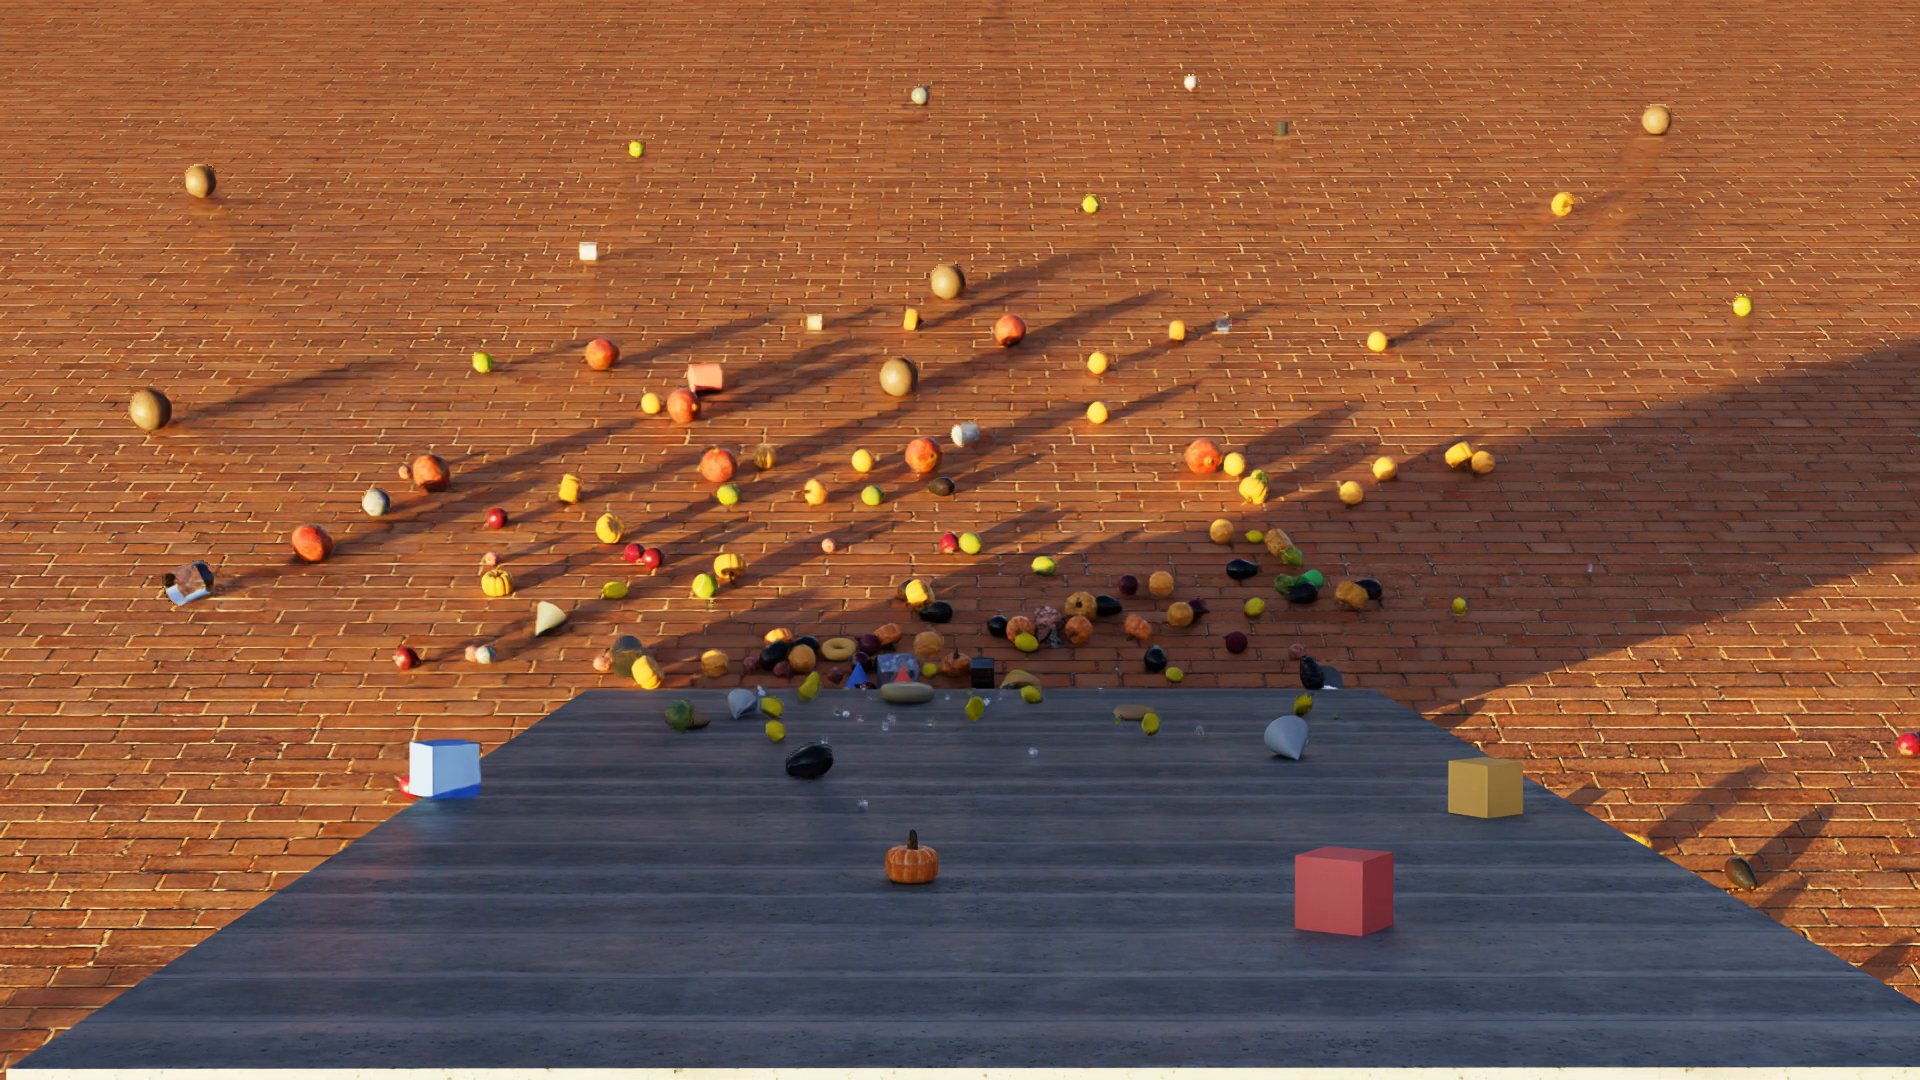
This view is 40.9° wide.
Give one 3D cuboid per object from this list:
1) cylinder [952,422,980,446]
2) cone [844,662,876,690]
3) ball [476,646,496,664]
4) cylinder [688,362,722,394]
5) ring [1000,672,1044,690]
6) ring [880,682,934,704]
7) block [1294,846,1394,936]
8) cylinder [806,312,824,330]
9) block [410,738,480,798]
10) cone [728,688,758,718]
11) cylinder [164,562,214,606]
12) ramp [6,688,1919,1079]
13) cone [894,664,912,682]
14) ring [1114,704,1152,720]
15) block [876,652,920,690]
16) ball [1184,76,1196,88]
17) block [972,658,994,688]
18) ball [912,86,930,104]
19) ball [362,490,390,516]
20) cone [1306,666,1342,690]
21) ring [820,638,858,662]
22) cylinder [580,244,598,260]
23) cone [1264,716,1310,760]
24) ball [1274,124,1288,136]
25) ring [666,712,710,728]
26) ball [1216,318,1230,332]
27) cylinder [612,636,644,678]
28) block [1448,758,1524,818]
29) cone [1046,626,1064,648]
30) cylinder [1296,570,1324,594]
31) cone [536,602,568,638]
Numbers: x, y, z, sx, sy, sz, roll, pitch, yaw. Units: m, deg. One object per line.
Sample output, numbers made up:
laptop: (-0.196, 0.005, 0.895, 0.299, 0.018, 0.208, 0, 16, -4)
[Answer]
cylinder: (0.019, -0.343, 8.305, 0.063, 0.063, 0.063, -18, 30, -34)
cone: (-0.264, 0.356, 6.712, 0.090, 0.090, 0.090, 0, 24, 0)
ball: (-1.265, 0.306, 6.870, 0.050, 0.050, 0.050, 0, 24, 0)
cylinder: (-0.864, -0.549, 8.729, 0.093, 0.093, 0.093, -9, 26, -19)
ring: (0.158, 0.395, 6.596, 0.117, 0.117, 0.039, 3, 15, 6)
ring: (-0.129, 0.369, 6.230, 0.134, 0.045, 0.134, 1, 1, 0)
block: (0.492, 0.448, 3.297, 0.094, 0.094, 0.094, 1, 2, 34)
cylinder: (-0.524, -0.787, 9.309, 0.052, 0.052, 0.052, 21, 15, -25)
block: (-0.912, 0.405, 4.566, 0.091, 0.091, 0.091, -2, 3, -36)
cone: (-0.505, 0.388, 5.868, 0.072, 0.072, 0.072, 5, 30, 10)
cylinder: (-2.161, 0.121, 7.223, 0.096, 0.096, 0.096, 18, 31, 34)
ramp: (0.055, 0.501, 4.547, 2.000, 0.100, 4.000, 0, 2, 0)
cone: (-0.146, 0.356, 6.614, 0.075, 0.075, 0.075, 1, -16, 0)
ring: (0.391, 0.390, 5.832, 0.088, 0.029, 0.088, -1, 3, 0)
block: (-0.161, 0.361, 6.690, 0.098, 0.098, 0.098, -4, 24, -8)
ball: (1.119, -2.219, 12.498, 0.060, 0.060, 0.060, 0, 24, 0)
block: (0.059, 0.349, 6.764, 0.060, 0.060, 0.060, 0, 24, 1)
ball: (-0.186, -2.107, 12.216, 0.086, 0.086, 0.086, 0, 24, 0)
ball: (-1.758, -0.111, 7.765, 0.081, 0.081, 0.081, 0, 24, 0)
cone: (0.945, 0.374, 6.730, 0.095, 0.095, 0.095, 0, -3, 0)
ring: (-0.324, 0.294, 6.920, 0.100, 0.033, 0.100, 0, 24, 0)
cylinder: (-1.448, -1.123, 10.047, 0.060, 0.060, 0.060, -1, 24, -2)
cone: (0.656, 0.410, 5.090, 0.092, 0.092, 0.092, -3, 30, -7)
ball: (1.460, -1.862, 11.700, 0.060, 0.060, 0.060, 0, 24, 0)
ring: (-0.599, 0.395, 5.658, 0.098, 0.033, 0.098, 1, 1, 0)
ball: (0.949, -0.775, 9.285, 0.050, 0.050, 0.050, 0, 24, 0)
cylinder: (-0.879, 0.309, 6.826, 0.083, 0.083, 0.083, -3, 24, -7)
block: (0.882, 0.415, 4.321, 0.087, 0.087, 0.087, -2, 3, -36)
cone: (0.257, 0.257, 6.980, 0.051, 0.051, 0.051, 0, 24, 0)
cylinder: (0.988, 0.120, 7.280, 0.057, 0.057, 0.057, 20, 31, 37)
cone: (-1.138, 0.235, 7.042, 0.093, 0.093, 0.093, 13, 54, 27)
